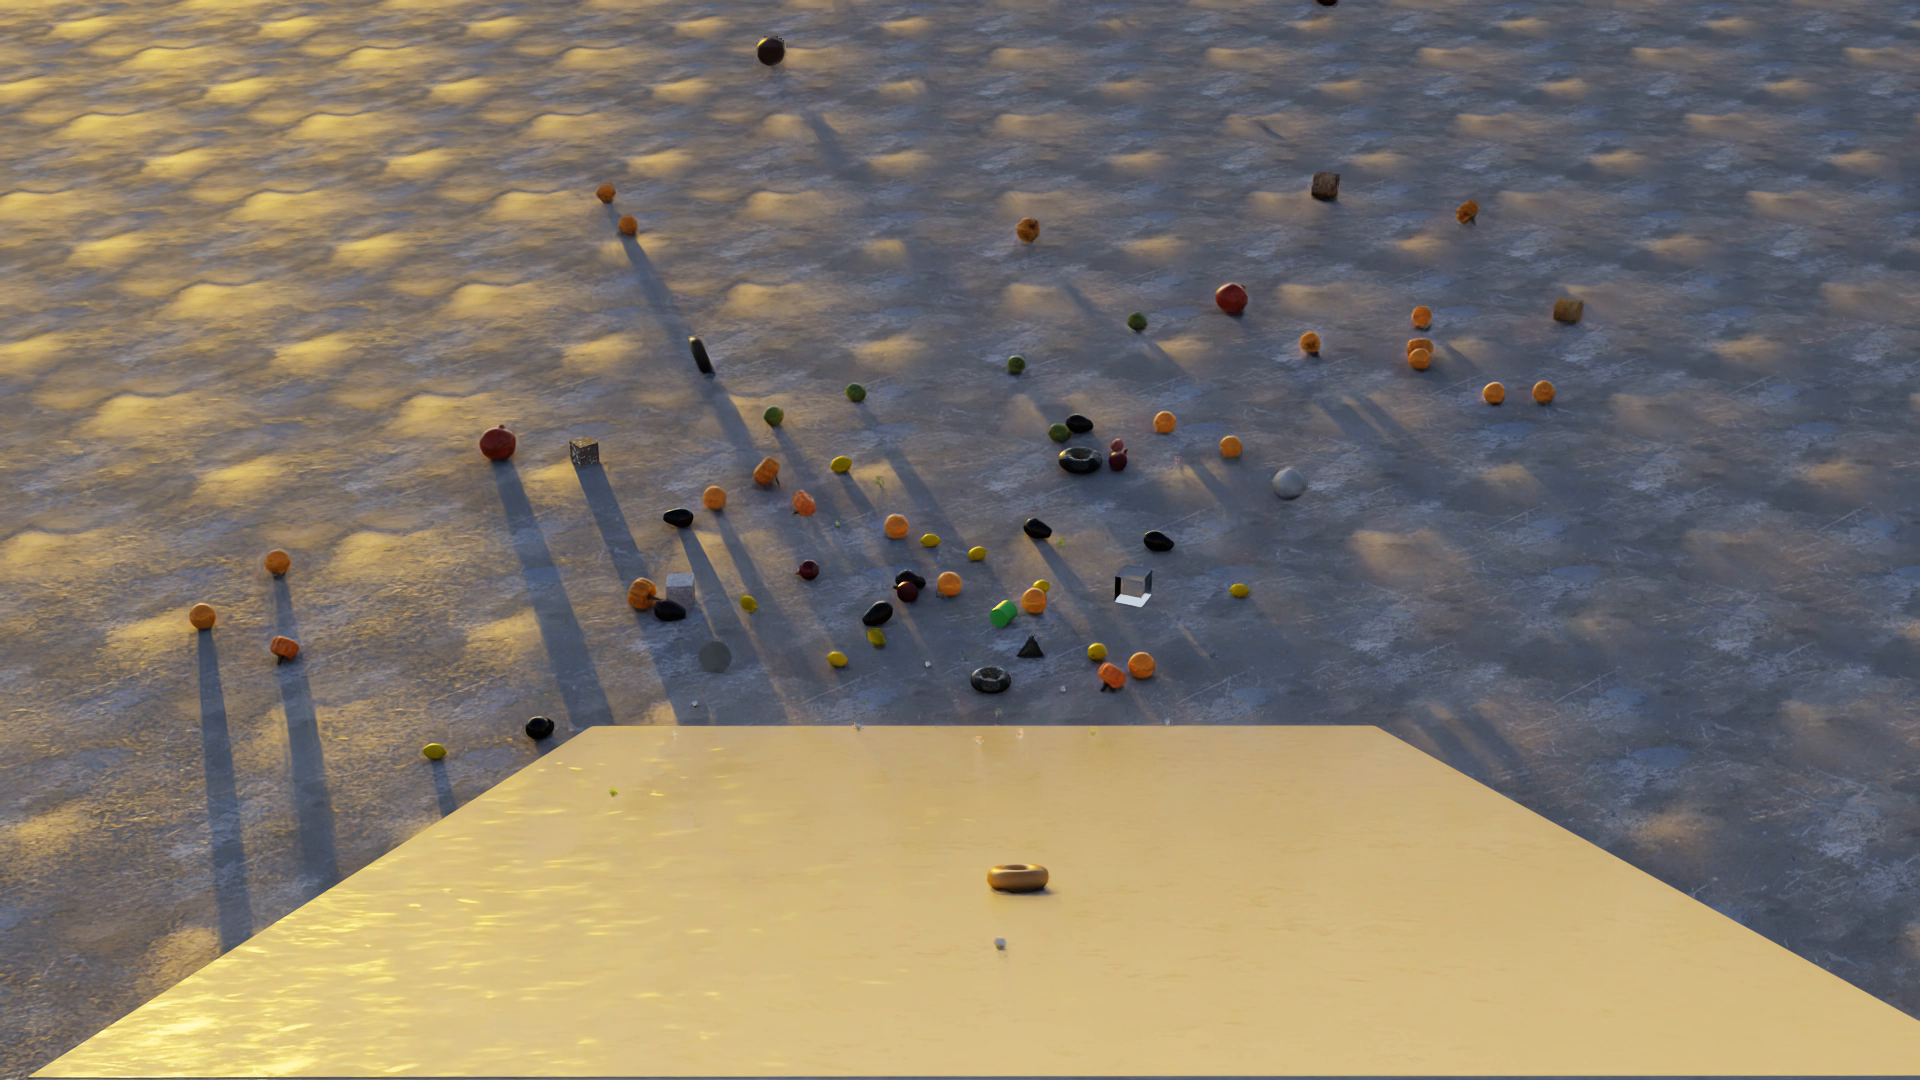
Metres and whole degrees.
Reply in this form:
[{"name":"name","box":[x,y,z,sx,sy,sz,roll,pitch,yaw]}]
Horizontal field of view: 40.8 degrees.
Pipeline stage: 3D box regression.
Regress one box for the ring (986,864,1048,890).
[{"name":"ring","box":[0.086,0.503,3.853,0.094,0.031,0.094,-1,2,0]}]

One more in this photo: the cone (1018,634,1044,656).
[{"name":"cone","box":[0.184,0.303,7.086,0.068,0.068,0.068,-30,30,3]}]

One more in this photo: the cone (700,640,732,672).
[{"name":"cone","box":[-0.665,0.317,7.050,0.088,0.088,0.088,-1,1,-2]}]

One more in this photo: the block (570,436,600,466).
[{"name":"block","box":[-1.190,-0.282,8.179,0.065,0.065,0.065,-20,34,-34]}]

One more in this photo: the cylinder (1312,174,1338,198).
[{"name":"cylinder","box":[1.466,-1.421,10.355,0.089,0.089,0.089,8,29,16]}]

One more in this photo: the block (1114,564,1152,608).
[{"name":"block","box":[0.494,0.130,7.365,0.082,0.082,0.082,12,29,21]}]

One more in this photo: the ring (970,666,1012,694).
[{"name":"ring","box":[0.082,0.376,6.938,0.111,0.037,0.111,1,27,-1]}]

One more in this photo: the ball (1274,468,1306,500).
[{"name":"ball","box":[1.010,-0.171,7.929,0.098,0.098,0.098,0,27,0]}]

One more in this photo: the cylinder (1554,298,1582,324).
[{"name":"cylinder","box":[2.166,-0.817,9.200,0.079,0.079,0.079,16,32,29]}]

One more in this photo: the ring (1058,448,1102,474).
[{"name":"ring","box":[0.380,-0.251,8.141,0.139,0.046,0.139,1,27,-1]}]

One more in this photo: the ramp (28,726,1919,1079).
[{"name":"ramp","box":[0.062,0.557,4.594,2.000,0.100,4.000,0,1,0]}]

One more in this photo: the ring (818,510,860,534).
[{"name":"ring","box":[-0.363,-0.056,7.786,0.129,0.043,0.129,3,21,-1]}]

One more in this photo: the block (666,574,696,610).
[{"name":"block","box":[-0.794,0.146,7.340,0.076,0.076,0.076,-1,27,-1]}]
